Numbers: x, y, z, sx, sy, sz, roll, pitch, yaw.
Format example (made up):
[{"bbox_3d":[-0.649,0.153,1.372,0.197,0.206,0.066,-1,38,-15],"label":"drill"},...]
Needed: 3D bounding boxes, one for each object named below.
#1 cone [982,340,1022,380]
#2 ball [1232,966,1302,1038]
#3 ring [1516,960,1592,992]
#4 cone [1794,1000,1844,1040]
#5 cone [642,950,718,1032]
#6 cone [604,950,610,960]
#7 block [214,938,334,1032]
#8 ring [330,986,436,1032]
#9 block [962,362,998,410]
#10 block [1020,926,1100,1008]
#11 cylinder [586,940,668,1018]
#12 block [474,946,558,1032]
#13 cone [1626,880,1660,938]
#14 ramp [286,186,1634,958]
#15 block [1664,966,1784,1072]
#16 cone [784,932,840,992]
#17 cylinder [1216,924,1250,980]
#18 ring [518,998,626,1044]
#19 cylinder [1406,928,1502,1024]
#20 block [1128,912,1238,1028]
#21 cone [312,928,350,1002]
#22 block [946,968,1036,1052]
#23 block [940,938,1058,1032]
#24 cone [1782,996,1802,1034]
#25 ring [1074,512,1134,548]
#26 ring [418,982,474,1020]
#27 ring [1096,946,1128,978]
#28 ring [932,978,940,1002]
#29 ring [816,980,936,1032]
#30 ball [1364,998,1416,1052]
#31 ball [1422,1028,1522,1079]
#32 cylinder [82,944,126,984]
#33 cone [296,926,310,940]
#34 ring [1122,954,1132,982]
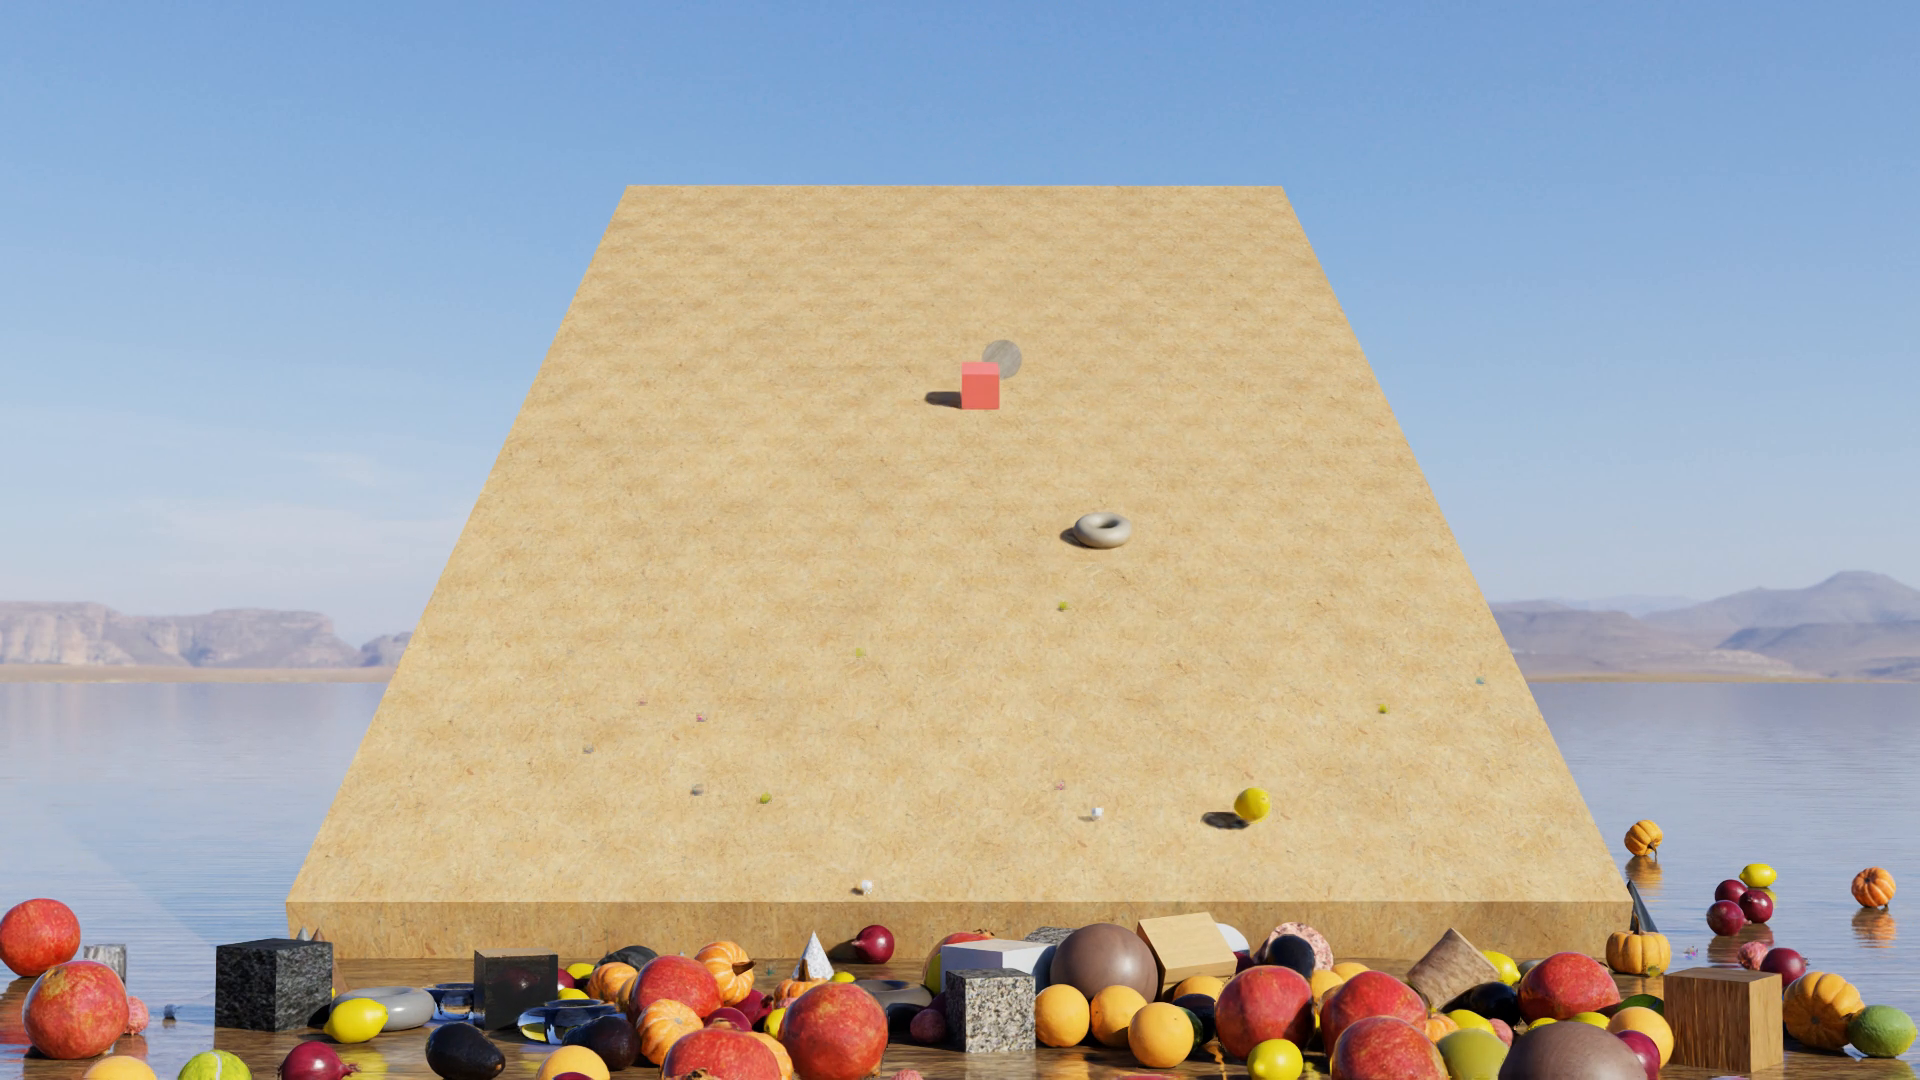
[{"bbox_3d":[0.105,-0.426,5.567,0.097,0.097,0.097,0,-3,7],"label":"cone"},{"bbox_3d":[0.361,0.542,2.730,0.082,0.082,0.082,0,-3,0],"label":"ball"},{"bbox_3d":[0.807,0.592,3.160,0.101,0.034,0.101,-1,-2,0],"label":"ring"},{"bbox_3d":[0.991,0.571,2.708,0.051,0.051,0.051,-26,1,-9],"label":"cone"},{"bbox_3d":[-0.338,0.543,2.819,0.092,0.092,0.092,0,-3,0],"label":"cone"},{"bbox_3d":[-0.476,0.581,3.146,0.053,0.053,0.053,0,-3,0],"label":"cone"},{"bbox_3d":[-0.835,0.541,2.832,0.097,0.097,0.097,-2,-4,27],"label":"block"},{"bbox_3d":[-0.699,0.568,2.814,0.126,0.042,0.126,-1,-3,0],"label":"ring"},{"bbox_3d":[0.046,-0.356,5.357,0.085,0.085,0.085,0,24,0],"label":"block"},{"bbox_3d":[0.126,0.553,3.015,0.079,0.079,0.079,-2,9,30],"label":"block"},{"bbox_3d":[-0.417,0.555,2.925,0.080,0.080,0.080,-1,8,12],"label":"cylinder"},{"bbox_3d":[-0.542,0.546,2.833,0.087,0.087,0.087,1,-4,-21],"label":"block"},{"bbox_3d":[1.098,0.600,3.807,0.093,0.093,0.093,0,-3,0],"label":"cone"},{"bbox_3d":[-0.008,-0.228,5.297,2.000,0.100,4.000,0,24,0],"label":"ramp"},{"bbox_3d":[0.838,0.525,2.553,0.096,0.096,0.096,-3,-4,39],"label":"block"},{"bbox_3d":[-0.198,0.569,3.151,0.078,0.078,0.078,0,-3,0],"label":"cone"},{"bbox_3d":[0.322,0.534,2.950,0.069,0.069,0.069,1,-42,-23],"label":"cylinder"},{"bbox_3d":[-0.452,0.562,2.715,0.126,0.042,0.126,-1,-5,0],"label":"ring"},{"bbox_3d":[0.603,0.532,2.839,0.082,0.082,0.082,42,4,-4],"label":"cylinder"},{"bbox_3d":[0.270,0.521,2.821,0.092,0.092,0.092,-4,31,-18],"label":"block"},{"bbox_3d":[-0.836,0.552,3.025,0.098,0.098,0.098,0,-3,0],"label":"cone"},{"bbox_3d":[0.034,0.539,2.668,0.082,0.082,0.082,1,-3,-17],"label":"block"},{"bbox_3d":[0.047,0.538,2.799,0.099,0.099,0.099,-3,-5,42],"label":"block"},{"bbox_3d":[0.960,0.573,2.758,0.054,0.054,0.054,-26,-2,-4],"label":"cone"},{"bbox_3d":[0.288,-0.020,4.657,0.120,0.040,0.120,0,25,0],"label":"ring"},{"bbox_3d":[-0.628,0.575,2.901,0.112,0.037,0.112,0,-4,0],"label":"ring"},{"bbox_3d":[0.187,0.599,3.306,0.108,0.036,0.108,0,-2,0],"label":"ring"},{"bbox_3d":[0.019,0.581,3.010,0.112,0.037,0.112,-1,-3,0],"label":"ring"},{"bbox_3d":[-0.102,0.564,2.815,0.148,0.049,0.148,-1,-2,0],"label":"ring"},{"bbox_3d":[0.486,0.547,2.625,0.060,0.060,0.060,0,-3,0],"label":"ball"},{"bbox_3d":[0.483,0.506,2.193,0.091,0.091,0.091,0,-3,0],"label":"ball"},{"bbox_3d":[-1.178,0.584,3.201,0.054,0.054,0.054,1,-4,-15],"label":"cylinder"},{"bbox_3d":[-0.899,0.568,3.182,0.083,0.083,0.083,0,-3,0],"label":"cone"},{"bbox_3d":[0.287,0.590,3.197,0.131,0.044,0.131,1,-4,0],"label":"ring"}]
